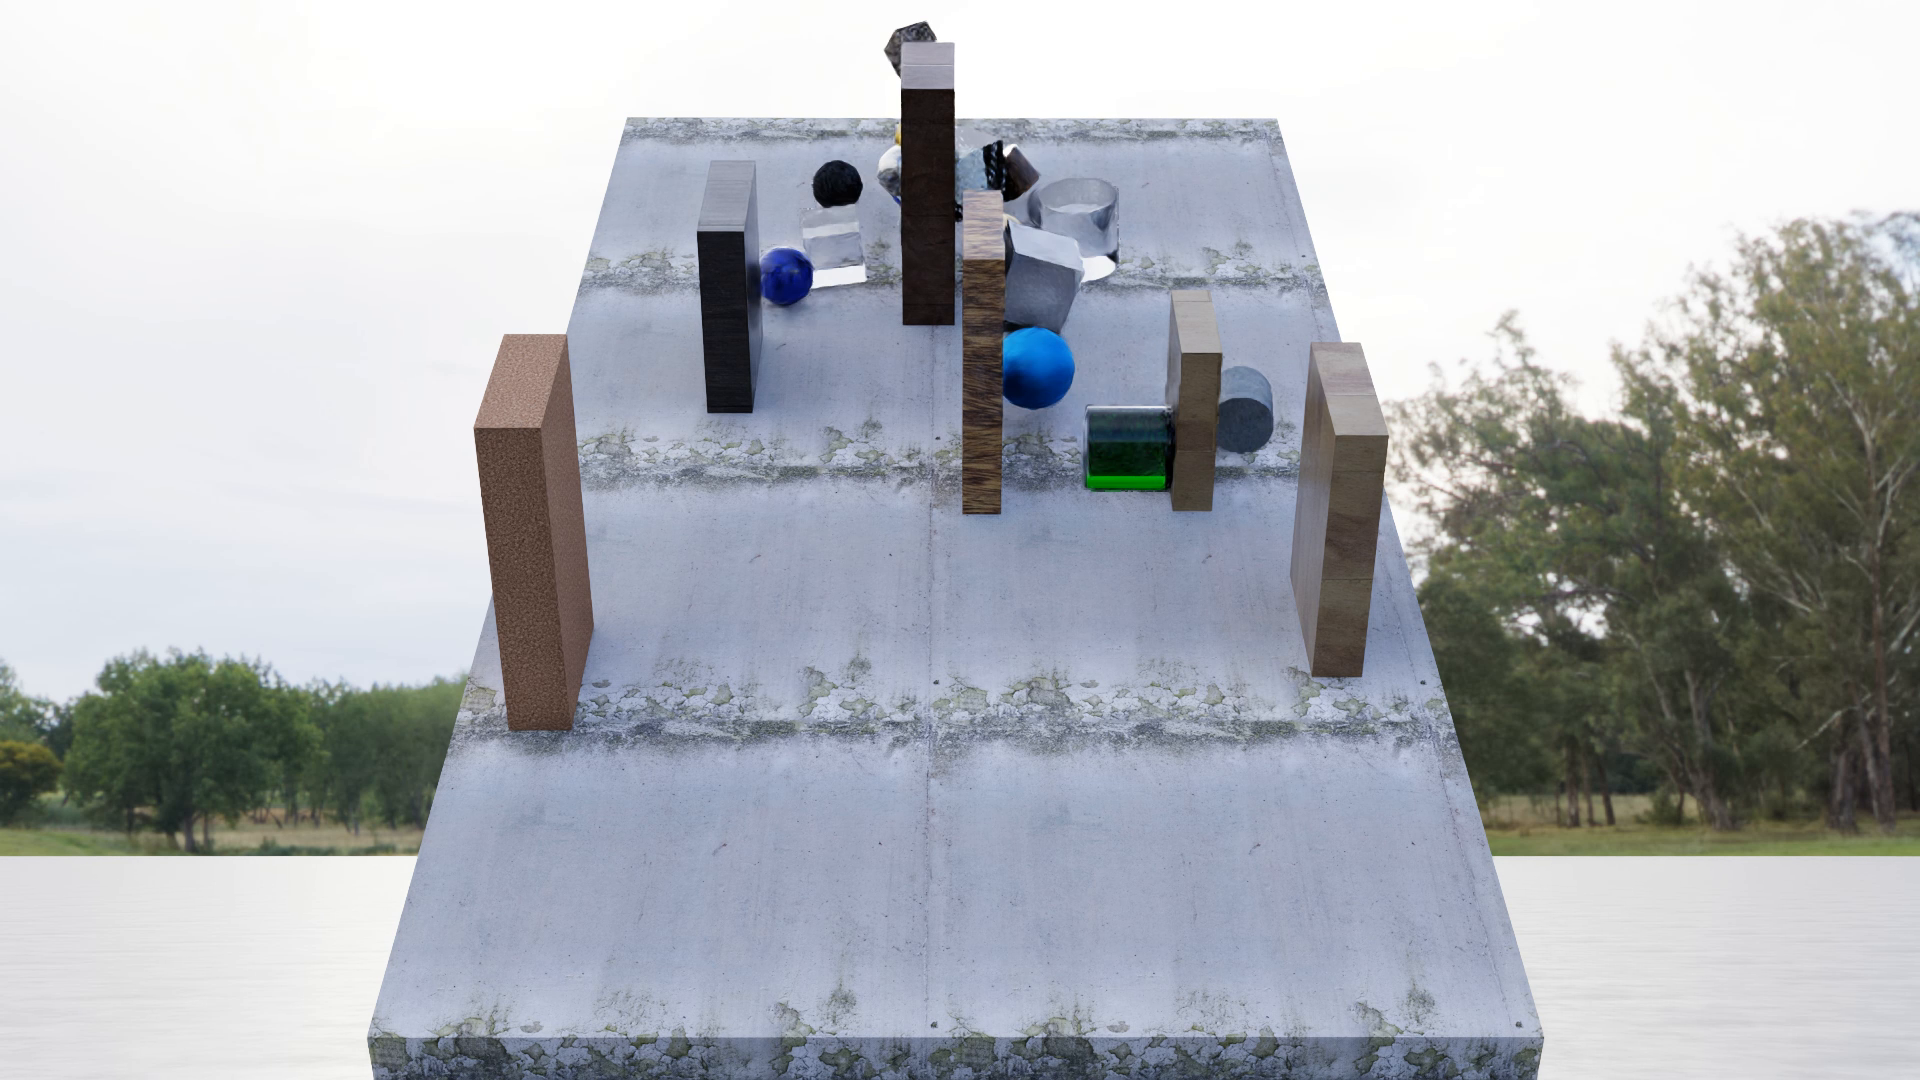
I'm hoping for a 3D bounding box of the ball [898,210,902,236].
[{"bbox_3d":[-0.093,-0.858,6.642,0.149,0.149,0.149,0,-7,0],"label":"ball"}]

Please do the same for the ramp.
[{"bbox_3d":[-0.015,-0.185,5.877,2.000,0.100,4.000,0,32,0],"label":"ramp"}]

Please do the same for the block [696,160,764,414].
[{"bbox_3d":[-0.561,-0.624,6.016,0.110,0.487,0.409,0,32,0],"label":"block"}]

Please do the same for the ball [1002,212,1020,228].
[{"bbox_3d":[0.106,-0.813,6.635,0.148,0.148,0.148,0,-7,0],"label":"ball"}]

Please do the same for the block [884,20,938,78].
[{"bbox_3d":[-0.132,-1.396,6.999,0.109,0.109,0.109,-23,-12,-28],"label":"block"}]

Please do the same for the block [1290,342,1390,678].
[{"bbox_3d":[0.777,-0.063,5.060,0.103,0.575,0.386,0,32,0],"label":"block"}]

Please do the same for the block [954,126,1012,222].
[{"bbox_3d":[0.003,-1.021,6.831,0.182,0.182,0.182,-28,35,-27],"label":"block"}]

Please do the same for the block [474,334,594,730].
[{"bbox_3d":[-0.837,-0.013,4.858,0.124,0.695,0.372,0,32,0],"label":"block"}]

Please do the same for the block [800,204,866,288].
[{"bbox_3d":[-0.340,-0.787,6.567,0.152,0.152,0.152,-8,36,-2],"label":"block"}]

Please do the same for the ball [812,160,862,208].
[{"bbox_3d":[-0.347,-1.001,6.934,0.143,0.143,0.143,0,-7,0],"label":"ball"}]

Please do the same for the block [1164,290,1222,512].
[{"bbox_3d":[0.531,-0.321,5.619,0.090,0.408,0.307,0,32,0],"label":"block"}]

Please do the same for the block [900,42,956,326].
[{"bbox_3d":[-0.081,-0.918,6.329,0.135,0.651,0.315,0,32,0],"label":"block"}]

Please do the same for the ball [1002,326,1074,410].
[{"bbox_3d":[0.176,-0.410,5.859,0.197,0.197,0.197,0,-7,0],"label":"ball"}]

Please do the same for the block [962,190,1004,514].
[{"bbox_3d":[0.050,-0.424,5.561,0.088,0.641,0.353,0,32,0],"label":"block"}]

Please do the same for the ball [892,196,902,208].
[{"bbox_3d":[-0.123,-0.972,6.727,0.140,0.140,0.140,0,-7,0],"label":"ball"}]

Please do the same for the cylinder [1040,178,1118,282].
[{"bbox_3d":[0.321,-0.837,6.604,0.207,0.207,0.207,-3,35,2],"label":"cylinder"}]

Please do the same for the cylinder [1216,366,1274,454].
[{"bbox_3d":[0.669,-0.311,5.844,0.153,0.153,0.153,-1,32,6],"label":"cylinder"}]

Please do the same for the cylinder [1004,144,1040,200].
[{"bbox_3d":[0.149,-1.039,6.927,0.113,0.113,0.113,48,-24,-14],"label":"cylinder"}]

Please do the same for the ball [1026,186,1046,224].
[{"bbox_3d":[0.243,-0.934,6.860,0.113,0.113,0.113,0,-7,0],"label":"ball"}]

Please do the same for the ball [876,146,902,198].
[{"bbox_3d":[-0.154,-0.985,6.554,0.137,0.137,0.137,0,-7,0],"label":"ball"}]

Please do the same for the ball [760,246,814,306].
[{"bbox_3d":[-0.462,-0.695,6.436,0.157,0.157,0.157,0,-7,0],"label":"ball"}]

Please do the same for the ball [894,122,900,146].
[{"bbox_3d":[-0.109,-1.183,7.201,0.164,0.164,0.164,0,-7,0],"label":"ball"}]

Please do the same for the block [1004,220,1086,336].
[{"bbox_3d":[0.190,-0.677,6.334,0.190,0.190,0.190,14,30,-14],"label":"block"}]

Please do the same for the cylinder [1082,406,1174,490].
[{"bbox_3d":[0.386,-0.213,5.644,0.193,0.193,0.193,1,-7,-2],"label":"cylinder"}]
